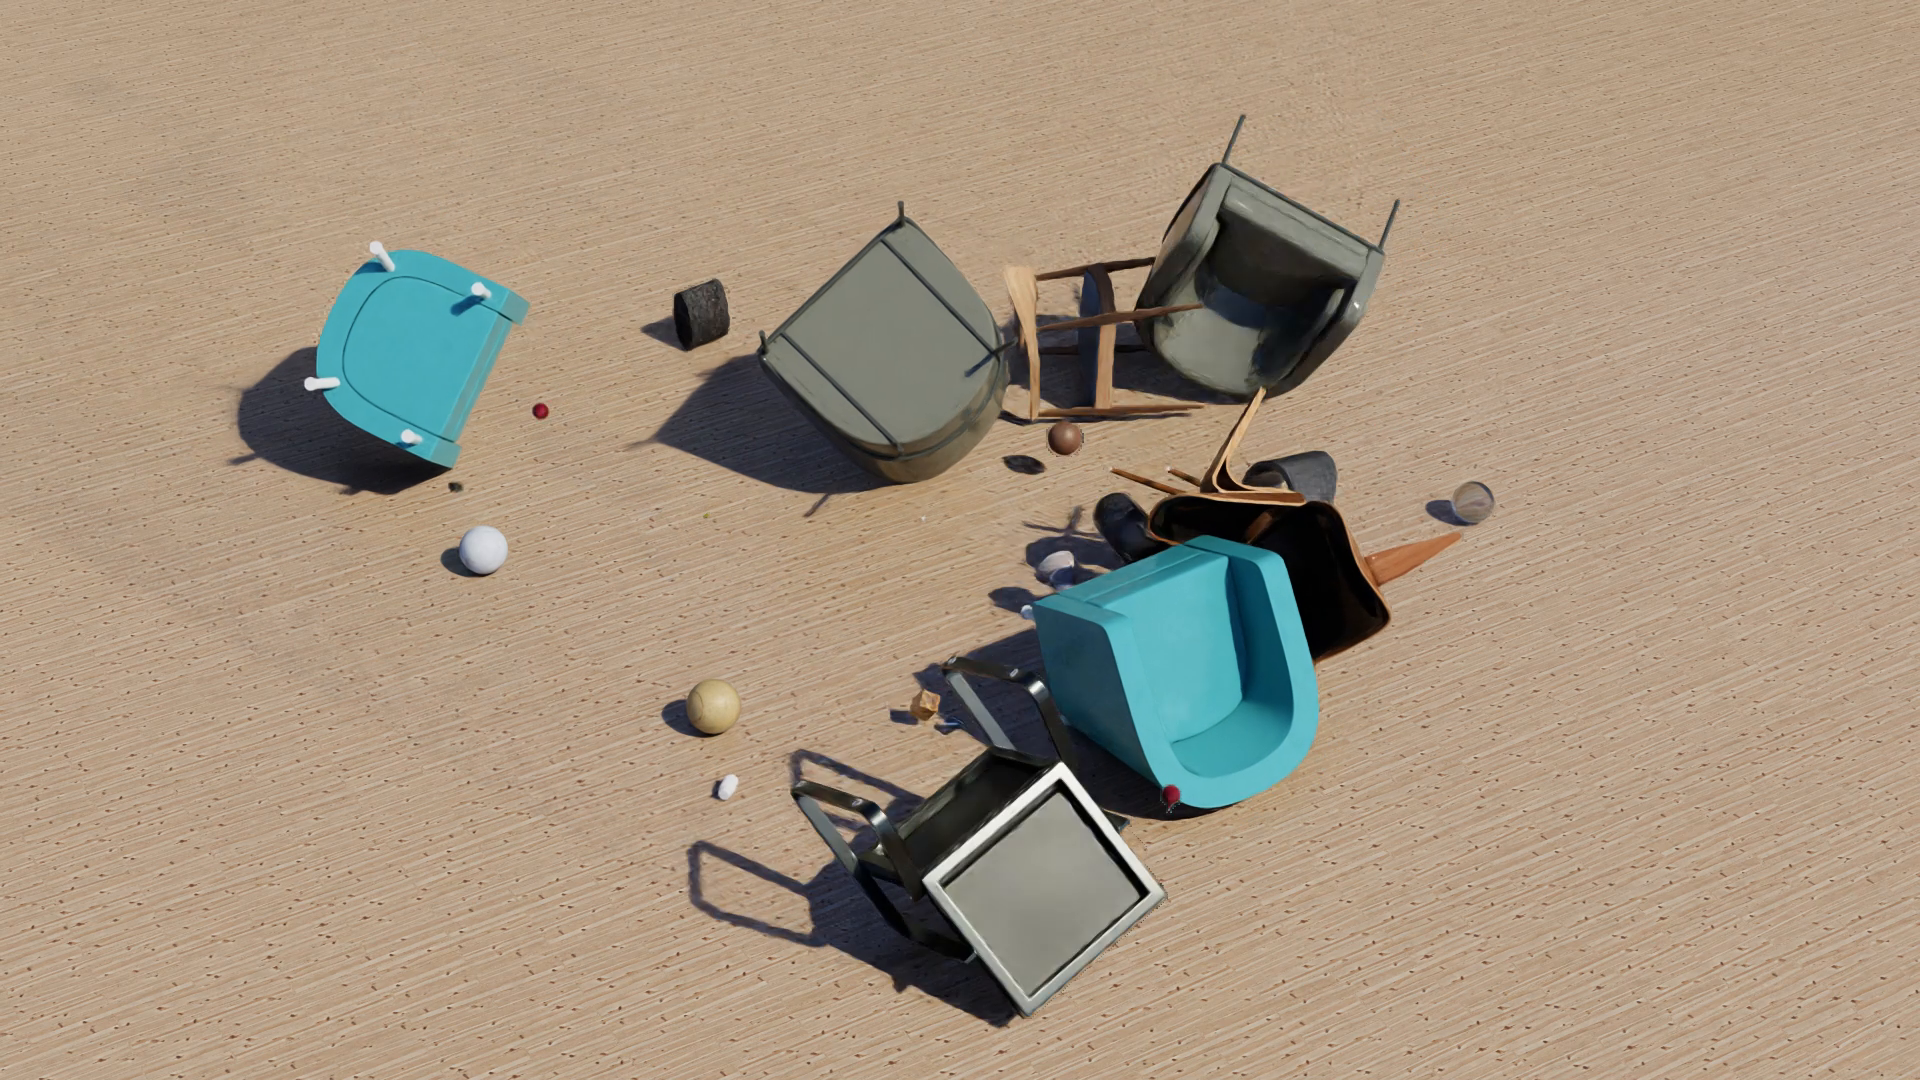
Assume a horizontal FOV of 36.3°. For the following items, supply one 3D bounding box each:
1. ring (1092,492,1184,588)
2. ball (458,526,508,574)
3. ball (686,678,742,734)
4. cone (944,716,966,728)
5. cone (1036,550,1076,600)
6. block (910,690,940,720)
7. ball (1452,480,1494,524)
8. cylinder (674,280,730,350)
[{"bbox_3d":[0.643,0.000,10.578,0.165,0.402,0.387,-42,14,6],"label":"ring"},{"bbox_3d":[-1.743,0.035,10.728,0.179,0.179,0.179,0,33,0],"label":"ball"},{"bbox_3d":[-0.834,0.562,9.920,0.188,0.188,0.188,0,33,0],"label":"ball"},{"bbox_3d":[-0.001,0.621,9.932,0.073,0.042,0.074,18,2,39],"label":"cone"},{"bbox_3d":[0.373,0.153,10.365,0.157,0.133,0.185,-34,48,2],"label":"cone"},{"bbox_3d":[-0.120,0.559,9.922,0.064,0.092,0.063,23,60,-16],"label":"block"},{"bbox_3d":[1.927,-0.142,11.014,0.160,0.160,0.160,0,33,0],"label":"ball"},{"bbox_3d":[-1.068,-0.932,12.114,0.192,0.255,0.121,-24,34,-32],"label":"cylinder"}]
